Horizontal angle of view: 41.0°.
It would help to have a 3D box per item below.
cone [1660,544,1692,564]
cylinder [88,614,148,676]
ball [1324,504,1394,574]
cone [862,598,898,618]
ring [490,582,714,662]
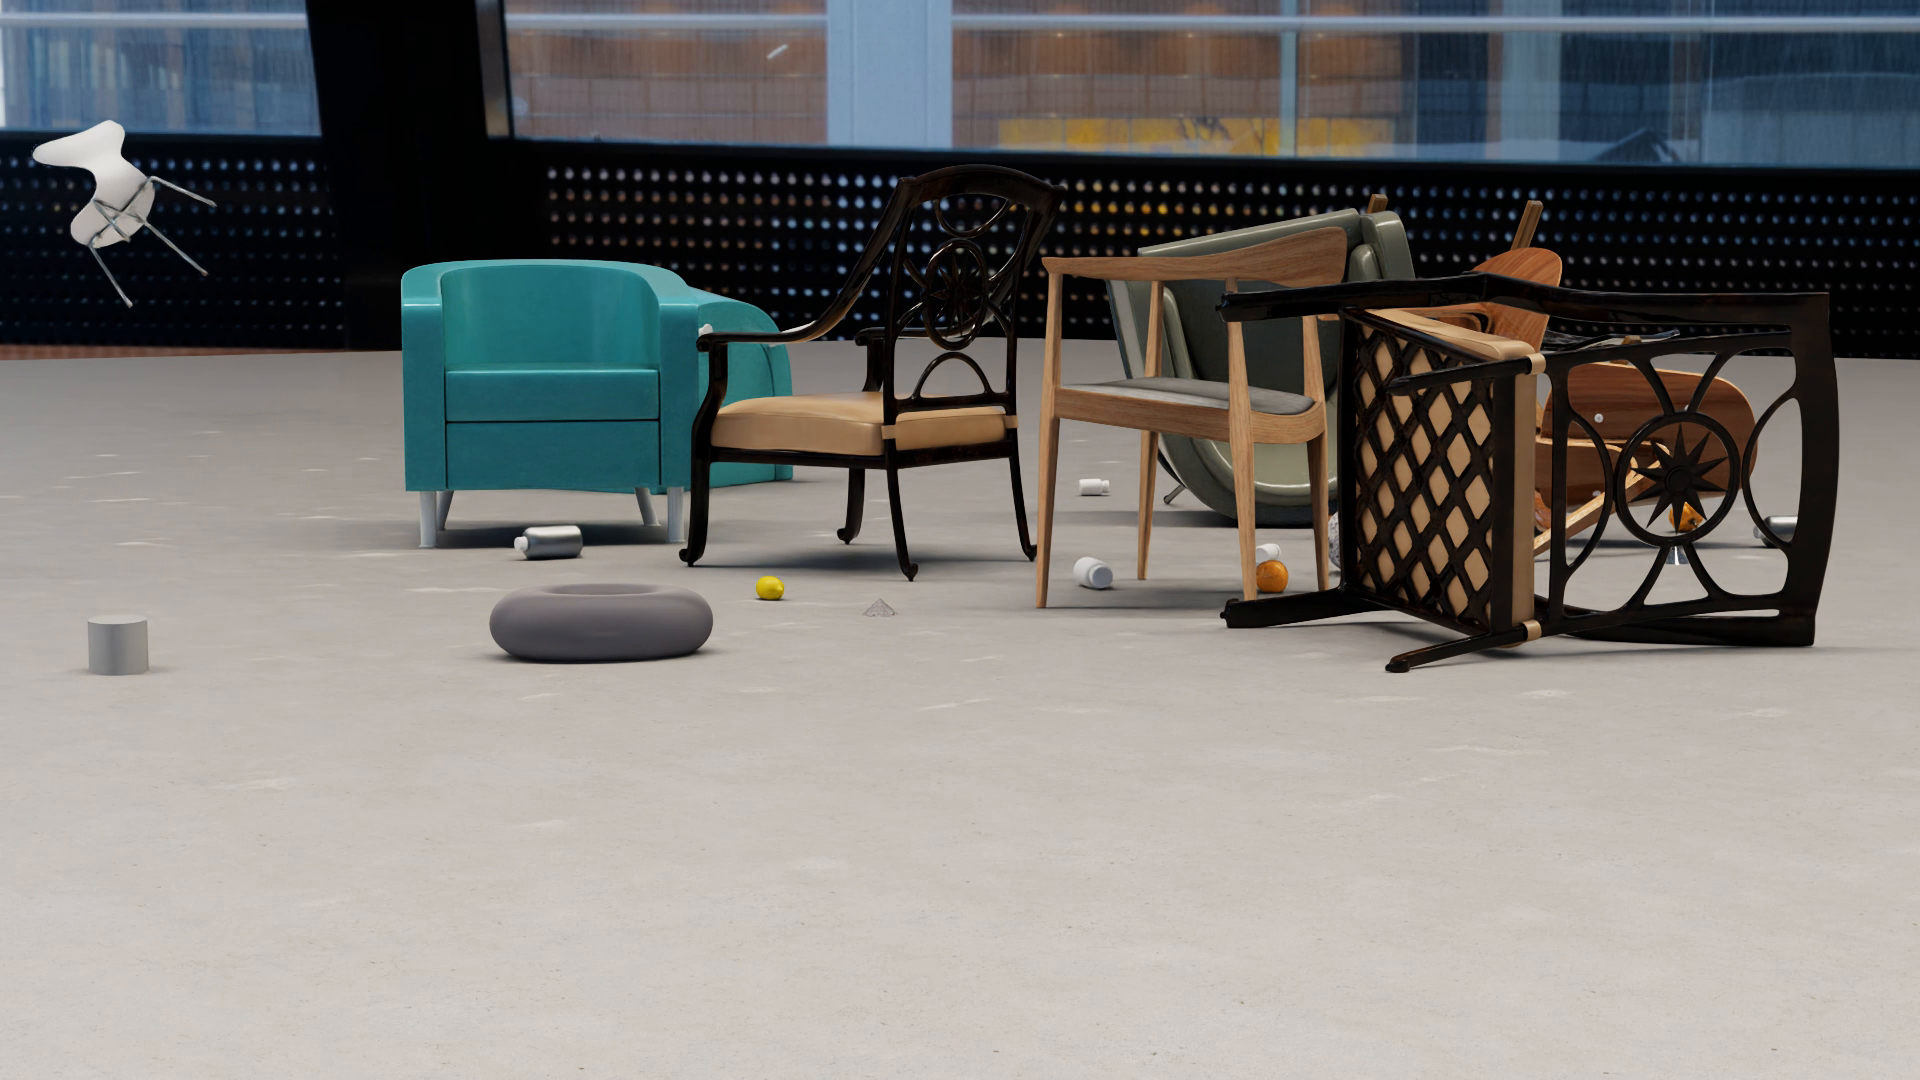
[{"bbox_3d":[1.647,0.031,5.909,0.072,0.041,0.098,2,6,20],"label":"cone"},{"bbox_3d":[-1.408,0.175,4.291,0.094,0.086,0.124,-3,6,-25],"label":"cylinder"},{"bbox_3d":[0.881,-0.001,5.669,0.155,0.155,0.155,0,6,0],"label":"ball"},{"bbox_3d":[-0.156,0.129,4.999,0.070,0.033,0.076,2,6,18],"label":"cone"},{"bbox_3d":[-0.623,0.143,4.468,0.388,0.117,0.226,0,7,-13],"label":"ring"}]
